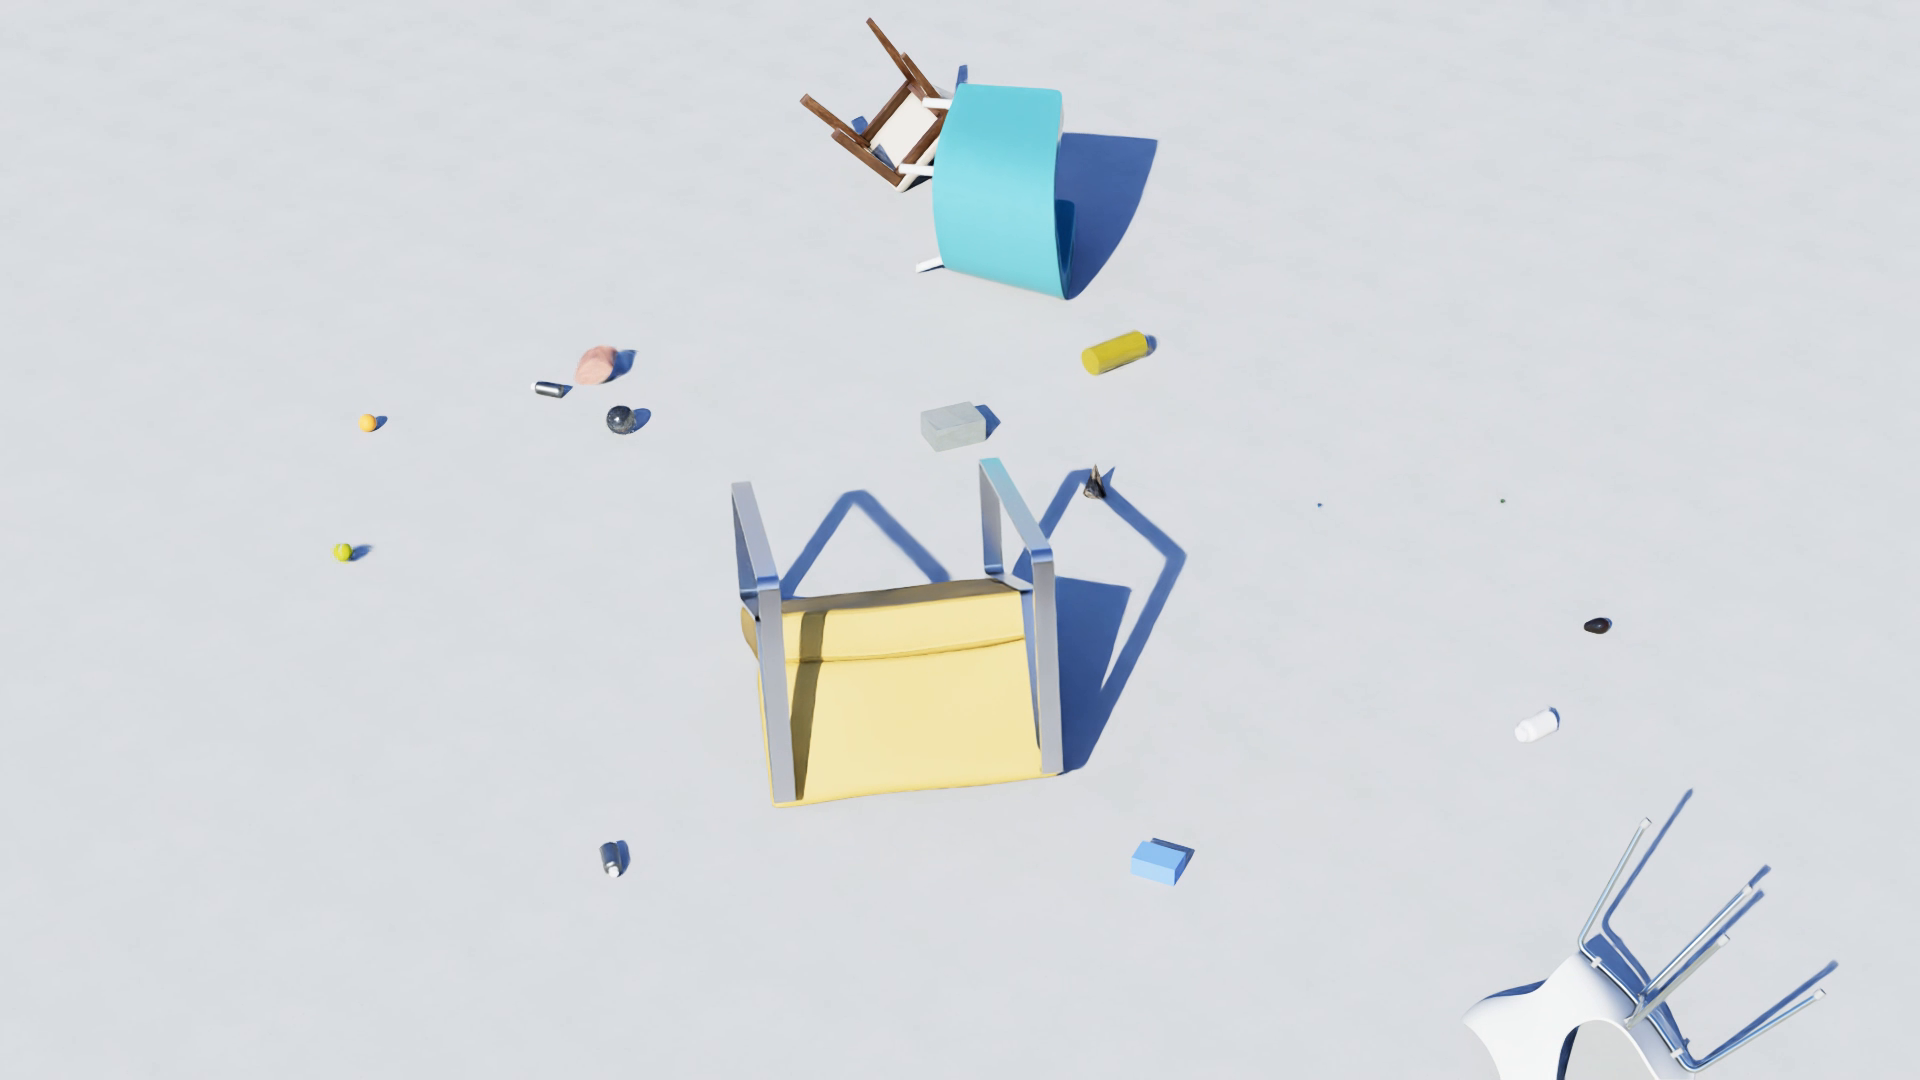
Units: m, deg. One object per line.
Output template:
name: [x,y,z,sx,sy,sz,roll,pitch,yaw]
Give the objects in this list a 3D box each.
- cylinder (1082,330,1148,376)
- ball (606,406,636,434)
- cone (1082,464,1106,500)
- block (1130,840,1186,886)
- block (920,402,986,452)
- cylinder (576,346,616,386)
cylinder: [0.634,-0.767,12.004,0.256,0.116,0.113,-22,3,-30]
ball: [-1.337,-0.474,11.559,0.116,0.116,0.116,0,33,0]
cone: [0.515,-0.235,11.172,0.092,0.142,0.074,11,35,16]
block: [0.630,1.028,9.322,0.148,0.068,0.094,15,36,21]
block: [-0.027,-0.446,11.530,0.211,0.100,0.155,-13,36,-19]
cylinder: [-1.477,-0.709,11.908,0.167,0.104,0.117,-25,28,19]
